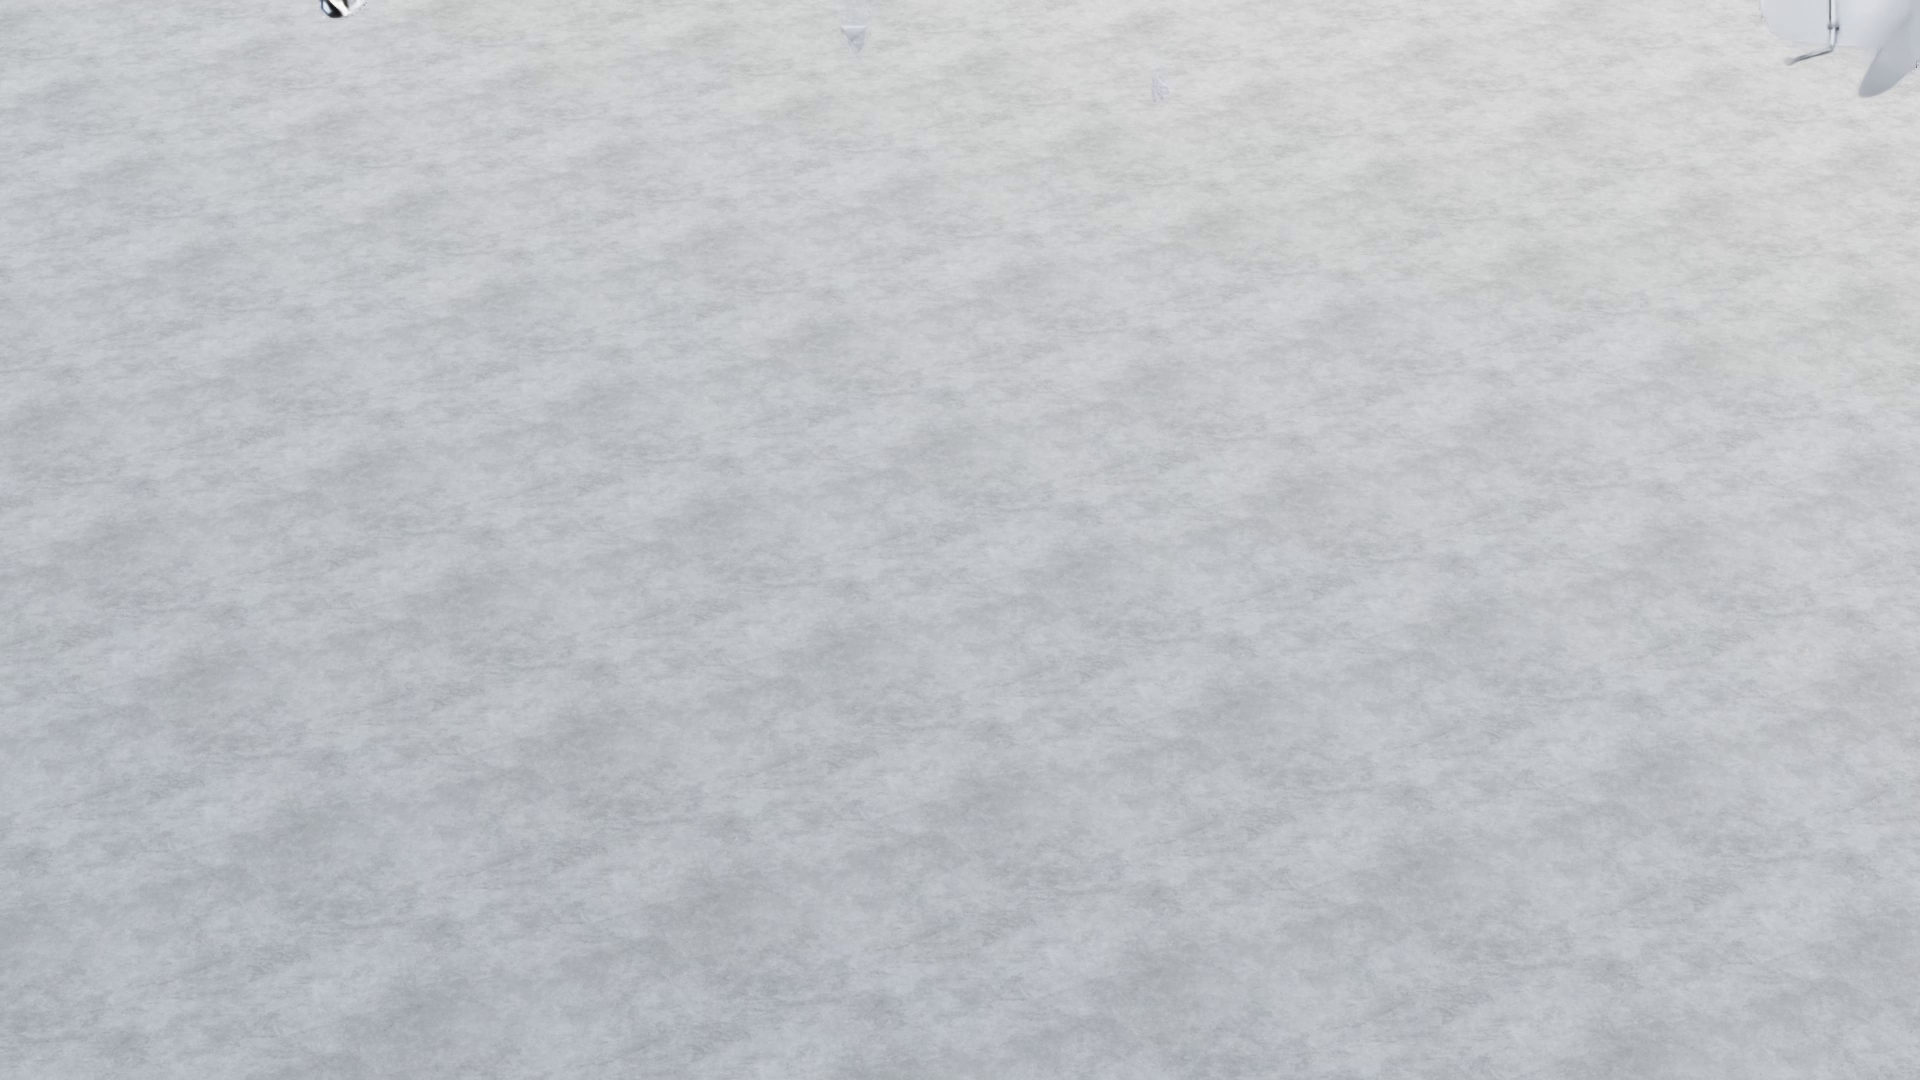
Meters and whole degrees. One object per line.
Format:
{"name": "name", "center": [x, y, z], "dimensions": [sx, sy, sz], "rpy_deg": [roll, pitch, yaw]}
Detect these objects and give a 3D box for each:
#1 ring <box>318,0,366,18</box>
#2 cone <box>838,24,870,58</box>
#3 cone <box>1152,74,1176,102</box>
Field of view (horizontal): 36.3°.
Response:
{"name": "ring", "center": [-2.199, -1.985, 10.567], "dimensions": [0.207, 0.110, 0.269], "rpy_deg": [-7, 38, 48]}
{"name": "cone", "center": [-0.335, -1.692, 9.800], "dimensions": [0.087, 0.177, 0.104], "rpy_deg": [-35, 67, -1]}
{"name": "cone", "center": [0.676, -1.549, 9.987], "dimensions": [0.086, 0.086, 0.058], "rpy_deg": [-26, 13, 9]}
